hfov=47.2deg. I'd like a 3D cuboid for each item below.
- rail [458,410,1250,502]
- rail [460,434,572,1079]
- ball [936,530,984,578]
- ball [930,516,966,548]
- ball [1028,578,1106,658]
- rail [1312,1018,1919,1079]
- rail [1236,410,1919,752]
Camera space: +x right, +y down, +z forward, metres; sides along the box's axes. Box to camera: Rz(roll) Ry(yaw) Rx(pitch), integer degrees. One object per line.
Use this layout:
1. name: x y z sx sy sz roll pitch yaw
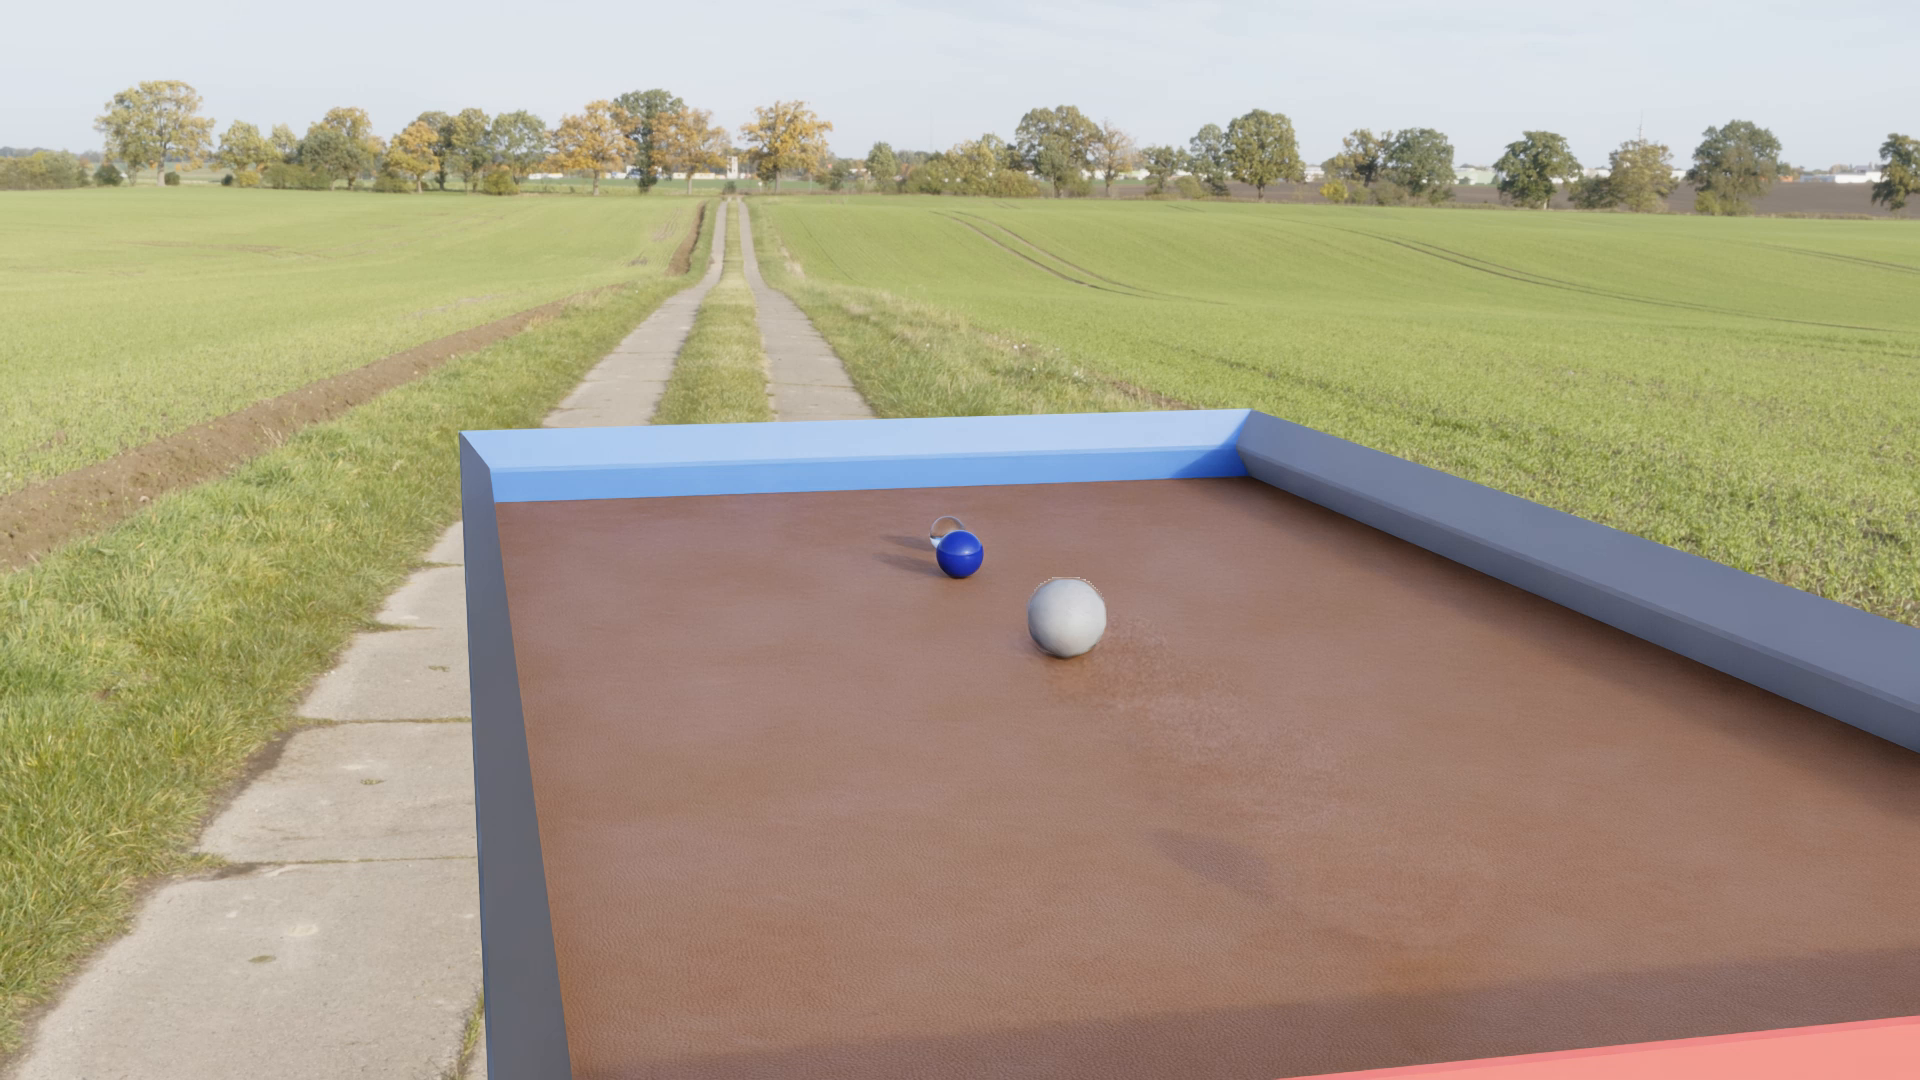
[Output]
1. rail: -0.144 -0.141 3.689 1.356 0.117 0.045 -2 11 -13
2. rail: -0.489 0.111 2.295 0.045 0.117 2.655 -2 11 -13
3. ball: 0.000 0.019 2.960 0.065 0.065 0.065 0 10 0
4. ball: -0.018 -0.008 3.145 0.052 0.052 0.052 0 10 0
5. ball: 0.122 0.089 2.501 0.090 0.090 0.090 0 10 0
6. rail: 0.441 0.311 1.189 1.356 0.117 0.045 -2 11 -13
7. rail: 0.786 0.059 2.584 0.045 0.117 2.655 -2 11 -13
